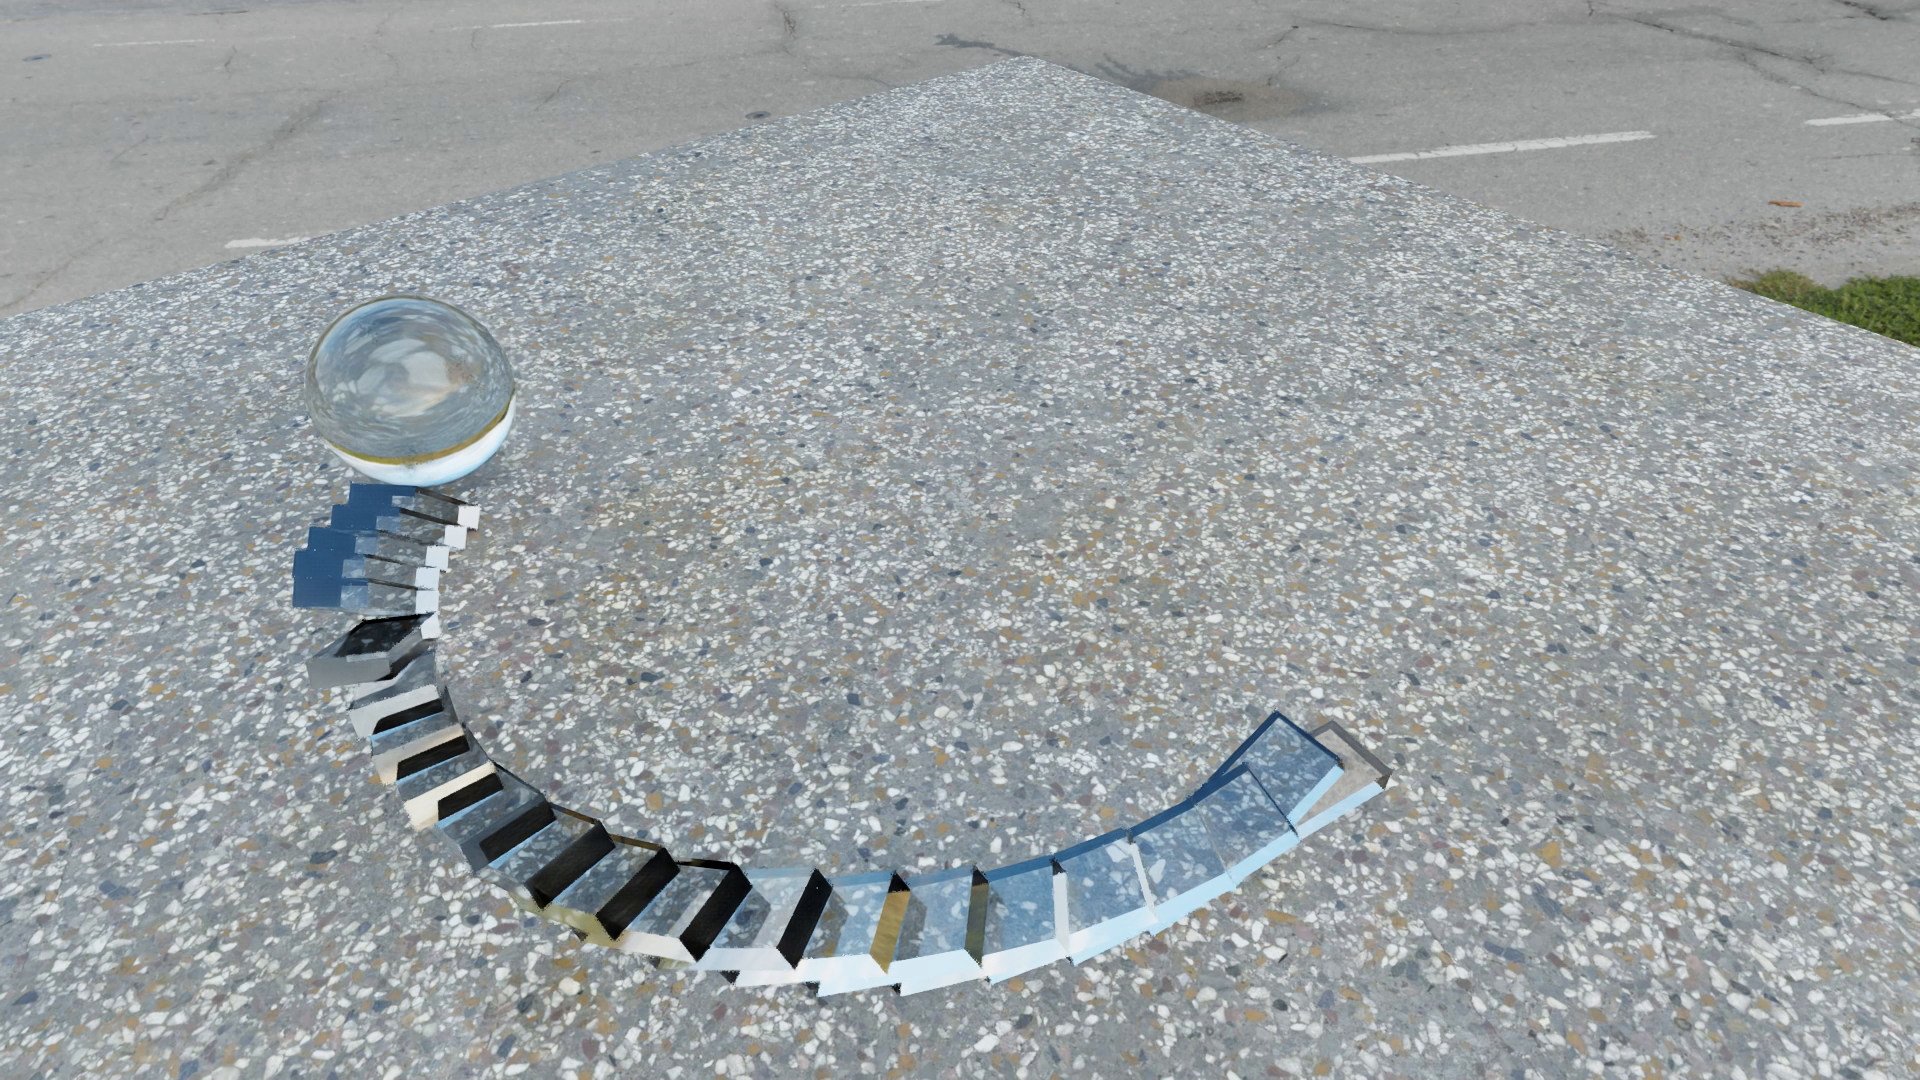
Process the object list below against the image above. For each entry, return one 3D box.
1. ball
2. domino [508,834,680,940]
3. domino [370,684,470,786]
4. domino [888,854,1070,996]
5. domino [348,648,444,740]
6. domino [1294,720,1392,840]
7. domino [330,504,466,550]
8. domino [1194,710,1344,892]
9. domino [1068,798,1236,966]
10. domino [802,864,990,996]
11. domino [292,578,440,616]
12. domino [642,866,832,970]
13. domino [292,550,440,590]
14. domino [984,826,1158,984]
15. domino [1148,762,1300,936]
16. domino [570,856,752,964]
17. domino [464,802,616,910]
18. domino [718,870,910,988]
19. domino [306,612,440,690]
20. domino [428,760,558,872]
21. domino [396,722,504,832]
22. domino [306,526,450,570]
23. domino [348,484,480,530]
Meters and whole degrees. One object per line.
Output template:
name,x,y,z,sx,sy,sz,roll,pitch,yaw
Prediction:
ball,-0.230,-0.062,0.464,0.080,0.080,0.080,0,39,0
domino,-0.104,0.095,0.310,0.050,0.009,0.025,-4,30,41
domino,-0.173,0.061,0.351,0.025,0.009,0.050,-22,17,-25
domino,0.004,0.105,0.299,0.050,0.009,0.025,-20,36,17
domino,-0.186,0.050,0.365,0.025,0.010,0.050,-19,16,-21
domino,0.109,0.078,0.348,0.050,0.009,0.025,-21,44,-24
domino,-0.214,-0.005,0.423,0.025,0.050,0.009,2,83,3
domino,0.089,0.078,0.332,0.050,0.009,0.025,-43,49,-9
domino,0.049,0.096,0.309,0.050,0.009,0.025,-29,41,7
domino,-0.018,0.106,0.297,0.050,0.009,0.025,-19,34,21
domino,-0.210,0.021,0.392,0.025,0.050,0.009,0,83,0
domino,-0.062,0.103,0.300,0.050,0.010,0.025,-12,32,30
domino,-0.216,0.012,0.403,0.025,0.050,0.010,2,83,3
domino,0.027,0.101,0.304,0.050,0.010,0.025,-25,38,11
domino,0.069,0.089,0.319,0.050,0.010,0.025,-33,44,0
domino,-0.084,0.100,0.304,0.050,0.010,0.025,-8,30,36
domino,-0.124,0.089,0.318,0.050,0.009,0.025,-1,30,45
domino,-0.040,0.105,0.298,0.050,0.010,0.025,-15,33,26
domino,-0.201,0.037,0.380,0.025,0.010,0.050,-6,12,-7
domino,-0.142,0.081,0.327,0.025,0.010,0.050,-33,22,-33
domino,-0.159,0.072,0.339,0.025,0.009,0.050,-26,19,-28
domino,-0.217,0.004,0.413,0.025,0.050,0.009,2,83,3
domino,-0.214,-0.013,0.433,0.025,0.050,0.009,2,83,3
